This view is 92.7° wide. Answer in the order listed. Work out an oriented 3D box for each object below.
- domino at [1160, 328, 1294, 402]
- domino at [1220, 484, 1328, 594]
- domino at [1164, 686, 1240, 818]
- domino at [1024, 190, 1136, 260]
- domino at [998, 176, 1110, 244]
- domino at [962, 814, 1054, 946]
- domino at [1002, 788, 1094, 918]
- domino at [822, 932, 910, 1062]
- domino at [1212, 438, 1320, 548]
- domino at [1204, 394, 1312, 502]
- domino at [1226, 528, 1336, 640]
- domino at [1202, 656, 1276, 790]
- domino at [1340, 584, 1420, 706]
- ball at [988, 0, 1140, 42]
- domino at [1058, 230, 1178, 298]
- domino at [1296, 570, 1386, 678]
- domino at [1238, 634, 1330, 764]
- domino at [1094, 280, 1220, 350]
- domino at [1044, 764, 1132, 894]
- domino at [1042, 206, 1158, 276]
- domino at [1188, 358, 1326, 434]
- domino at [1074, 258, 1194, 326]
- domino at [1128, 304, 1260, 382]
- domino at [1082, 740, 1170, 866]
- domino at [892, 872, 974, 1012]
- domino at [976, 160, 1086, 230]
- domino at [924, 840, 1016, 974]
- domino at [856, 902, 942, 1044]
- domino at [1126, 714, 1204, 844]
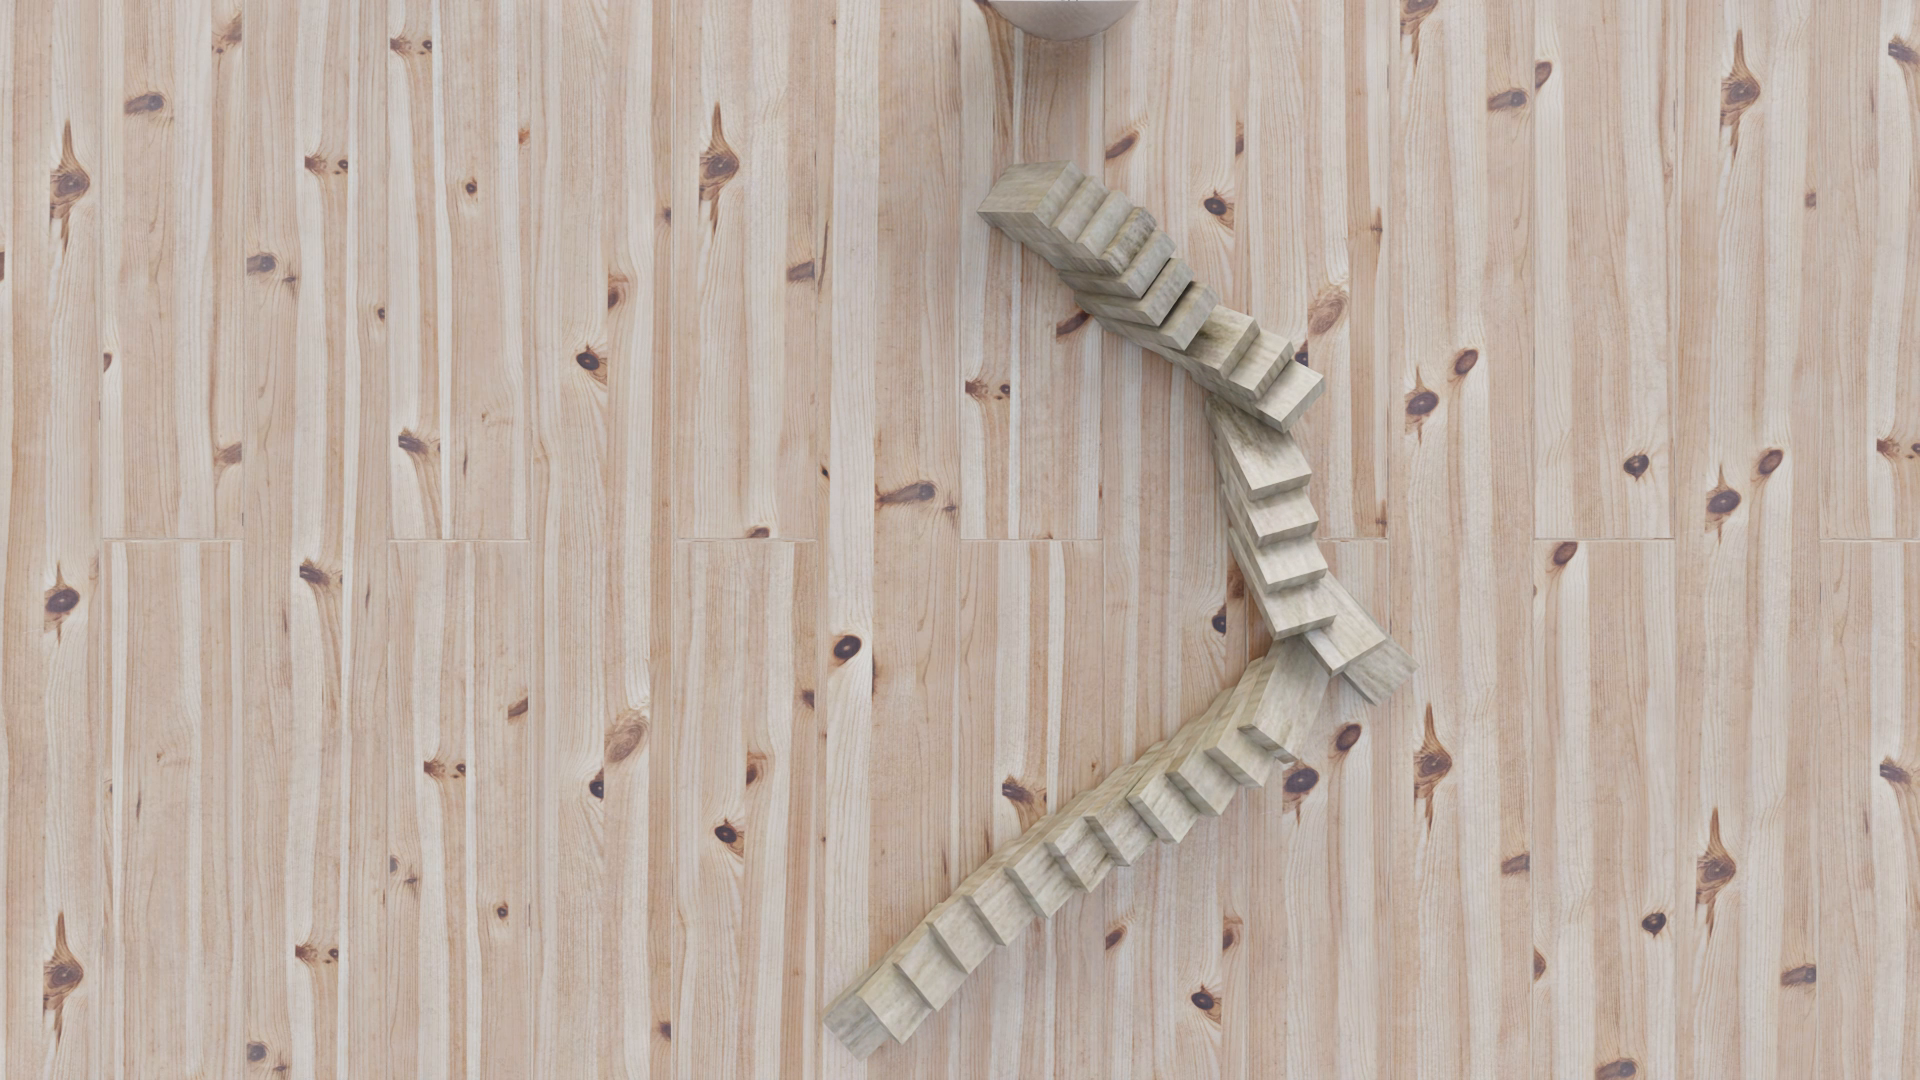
[{"bbox_3d":[0.109,-0.079,0.381,0.050,0.010,0.025,36,90,37],"label":"domino"},{"bbox_3d":[0.130,-0.004,0.383,0.025,0.009,0.050,-16,59,1],"label":"domino"},{"bbox_3d":[0.109,0.088,0.383,0.025,0.009,0.050,46,59,-1],"label":"domino"},{"bbox_3d":[0.047,-0.130,0.376,0.010,0.050,0.025,35,90,-32],"label":"domino"},{"bbox_3d":[0.037,-0.136,0.376,0.010,0.050,0.025,36,90,-32],"label":"domino"},{"bbox_3d":[0.028,0.141,0.383,0.050,0.010,0.025,-35,90,-29],"label":"domino"},{"bbox_3d":[0.044,0.130,0.384,0.050,0.009,0.025,-35,90,-29],"label":"domino"},{"bbox_3d":[-0.032,0.197,0.395,0.050,0.009,0.025,-42,90,0],"label":"domino"},{"bbox_3d":[0.127,-0.023,0.383,0.025,0.010,0.050,-16,59,0],"label":"domino"},{"bbox_3d":[0.124,-0.042,0.383,0.025,0.009,0.050,-16,59,0],"label":"domino"},{"bbox_3d":[0.134,0.015,0.383,0.025,0.010,0.050,-16,59,1],"label":"domino"},{"bbox_3d":[0.124,0.076,0.383,0.025,0.009,0.050,41,59,-2],"label":"domino"},{"bbox_3d":[0.170,0.045,0.395,0.025,0.010,0.050,-44,90,0],"label":"domino"},{"bbox_3d":[0.042,-0.241,0.360,0.080,0.080,0.080,0,90,0],"label":"ball"},{"bbox_3d":[0.064,-0.114,0.376,0.009,0.050,0.025,35,90,-32],"label":"domino"},{"bbox_3d":[0.150,0.029,0.383,0.025,0.009,0.050,-31,59,0],"label":"domino"},{"bbox_3d":[0.136,0.065,0.382,0.025,0.009,0.050,37,59,-4],"label":"domino"},{"bbox_3d":[0.080,-0.095,0.377,0.010,0.050,0.025,35,90,-37],"label":"domino"},{"bbox_3d":[0.061,0.120,0.384,0.050,0.010,0.025,-35,90,-30],"label":"domino"},{"bbox_3d":[0.056,-0.123,0.376,0.010,0.050,0.025,35,90,-32],"label":"domino"},{"bbox_3d":[0.123,-0.067,0.381,0.025,0.010,0.050,-47,53,-1],"label":"domino"},{"bbox_3d":[0.070,-0.104,0.377,0.010,0.050,0.025,35,90,-33],"label":"domino"},{"bbox_3d":[0.095,-0.087,0.381,0.050,0.009,0.025,35,90,37],"label":"domino"},{"bbox_3d":[0.077,0.110,0.384,0.050,0.010,0.025,-35,90,-30],"label":"domino"},{"bbox_3d":[-0.002,0.167,0.384,0.050,0.009,0.025,-40,90,-29],"label":"domino"},{"bbox_3d":[0.028,-0.142,0.376,0.010,0.050,0.025,36,90,-32],"label":"domino"},{"bbox_3d":[0.012,0.153,0.384,0.050,0.010,0.025,-35,90,-29],"label":"domino"},{"bbox_3d":[-0.016,0.181,0.384,0.050,0.010,0.025,-40,90,-29],"label":"domino"},{"bbox_3d":[0.094,0.100,0.383,0.050,0.009,0.025,-40,90,-31],"label":"domino"}]
